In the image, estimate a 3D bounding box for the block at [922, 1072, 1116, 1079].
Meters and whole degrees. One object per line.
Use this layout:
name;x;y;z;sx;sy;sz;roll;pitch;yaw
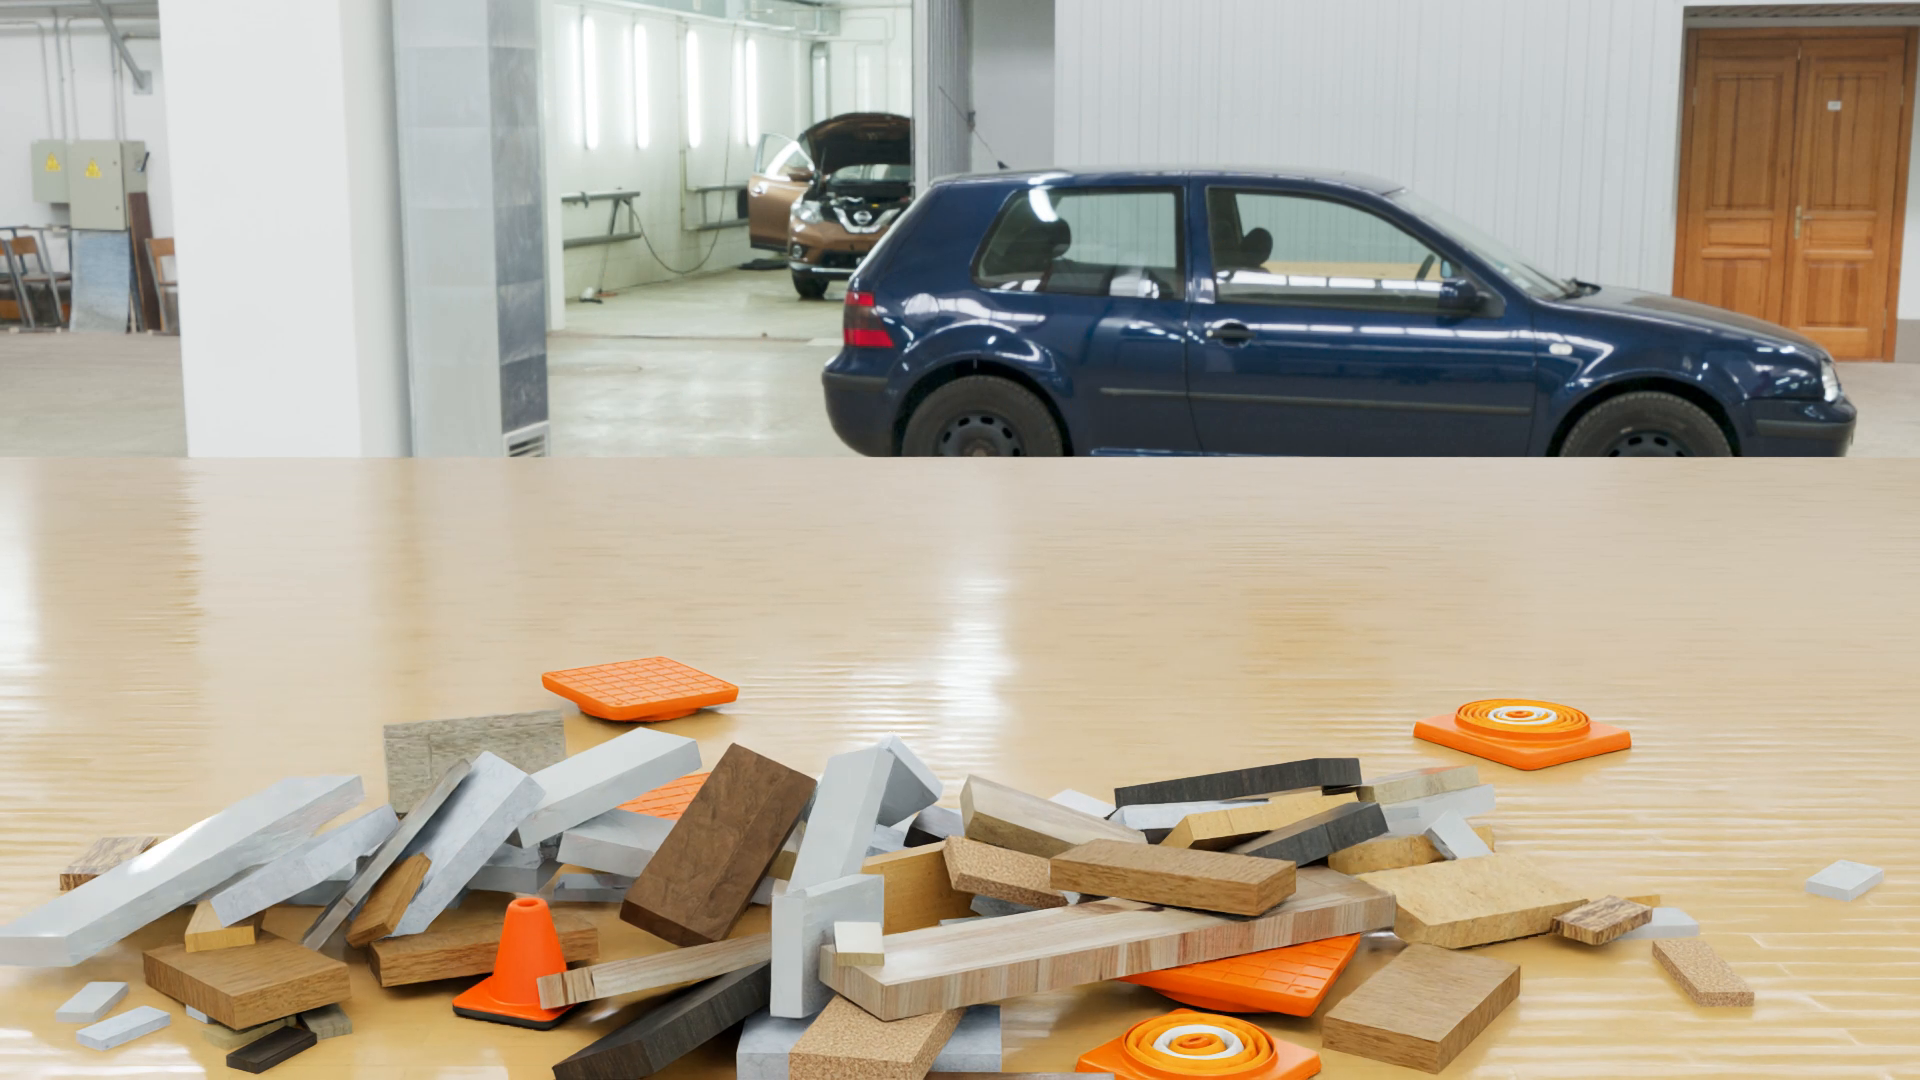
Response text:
block;0.035;0.730;2.785;0.329;0.047;0.164;0;11;1

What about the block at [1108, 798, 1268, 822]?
block;0.405;0.497;3.910;0.264;0.037;0.132;-2;-18;-10

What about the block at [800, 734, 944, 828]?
block;-0.171;0.442;3.758;0.266;0.133;0.038;-32;21;29

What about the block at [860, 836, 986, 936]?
block;-0.072;0.556;3.511;0.247;0.124;0.035;-7;13;-34

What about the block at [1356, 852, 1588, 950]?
block;0.810;0.573;3.494;0.343;0.049;0.171;-2;20;-31

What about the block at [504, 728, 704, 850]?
block;-0.623;0.407;3.648;0.352;0.050;0.176;-23;17;-37

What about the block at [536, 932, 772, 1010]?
block;-0.428;0.618;3.167;0.319;0.045;0.159;-3;-13;-40

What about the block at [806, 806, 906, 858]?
block;-0.124;0.515;3.660;0.266;0.038;0.133;19;9;-6

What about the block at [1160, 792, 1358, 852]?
block;0.506;0.504;3.743;0.327;0.046;0.163;-4;-30;-22

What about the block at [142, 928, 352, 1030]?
block;-1.043;0.633;3.205;0.170;0.048;0.339;-10;9;-40

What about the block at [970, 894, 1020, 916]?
block;0.080;0.563;3.564;0.072;0.020;0.144;25;38;13

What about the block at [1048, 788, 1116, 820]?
block;0.189;0.508;3.968;0.111;0.031;0.222;17;17;27

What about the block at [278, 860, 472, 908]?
block;-0.969;0.566;3.679;0.302;0.043;0.151;1;11;4

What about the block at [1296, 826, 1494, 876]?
block;0.724;0.529;3.741;0.327;0.046;0.163;-4;-6;-23

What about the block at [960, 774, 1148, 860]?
block;0.160;0.486;3.637;0.320;0.045;0.160;19;14;-9

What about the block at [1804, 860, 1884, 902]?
block;1.490;0.573;3.703;0.073;0.021;0.147;10;14;42

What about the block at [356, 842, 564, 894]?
block;-0.825;0.529;3.643;0.302;0.043;0.151;3;11;6

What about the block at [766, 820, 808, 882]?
block;-0.281;0.517;3.671;0.352;0.050;0.176;15;9;-6

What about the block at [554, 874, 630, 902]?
block;-0.593;0.579;3.667;0.153;0.022;0.077;0;11;1

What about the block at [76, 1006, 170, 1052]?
block;-1.179;0.688;3.099;0.057;0.016;0.113;7;12;32

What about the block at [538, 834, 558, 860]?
block;-0.620;0.516;3.642;0.153;0.022;0.076;14;9;-11

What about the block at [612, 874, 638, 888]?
block;-0.500;0.560;3.663;0.153;0.022;0.077;5;11;-4

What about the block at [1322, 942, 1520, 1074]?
block;0.664;0.664;3.141;0.166;0.047;0.333;7;12;32

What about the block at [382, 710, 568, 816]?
block;-0.908;0.418;4.130;0.330;0.165;0.047;-4;-11;-20

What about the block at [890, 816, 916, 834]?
block;-0.104;0.520;3.995;0.064;0.018;0.128;-5;12;-24

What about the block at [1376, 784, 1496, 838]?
block;0.810;0.482;3.910;0.163;0.046;0.327;-11;-4;35

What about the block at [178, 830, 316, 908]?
block;-1.224;0.549;3.630;0.302;0.043;0.151;-12;12;-7

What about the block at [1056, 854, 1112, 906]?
block;0.254;0.557;3.494;0.208;0.029;0.104;14;23;-28

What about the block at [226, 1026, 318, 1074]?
block;-0.947;0.701;3.026;0.057;0.016;0.113;5;12;26

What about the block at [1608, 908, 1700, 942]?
block;1.081;0.611;3.496;0.159;0.023;0.080;-1;11;-5

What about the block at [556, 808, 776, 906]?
block;-0.488;0.515;3.645;0.352;0.050;0.176;14;9;-12

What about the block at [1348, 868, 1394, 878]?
block;0.677;0.561;3.694;0.103;0.015;0.051;-6;-6;-10

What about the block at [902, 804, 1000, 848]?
block;0.047;0.525;3.691;0.266;0.038;0.133;21;14;8
